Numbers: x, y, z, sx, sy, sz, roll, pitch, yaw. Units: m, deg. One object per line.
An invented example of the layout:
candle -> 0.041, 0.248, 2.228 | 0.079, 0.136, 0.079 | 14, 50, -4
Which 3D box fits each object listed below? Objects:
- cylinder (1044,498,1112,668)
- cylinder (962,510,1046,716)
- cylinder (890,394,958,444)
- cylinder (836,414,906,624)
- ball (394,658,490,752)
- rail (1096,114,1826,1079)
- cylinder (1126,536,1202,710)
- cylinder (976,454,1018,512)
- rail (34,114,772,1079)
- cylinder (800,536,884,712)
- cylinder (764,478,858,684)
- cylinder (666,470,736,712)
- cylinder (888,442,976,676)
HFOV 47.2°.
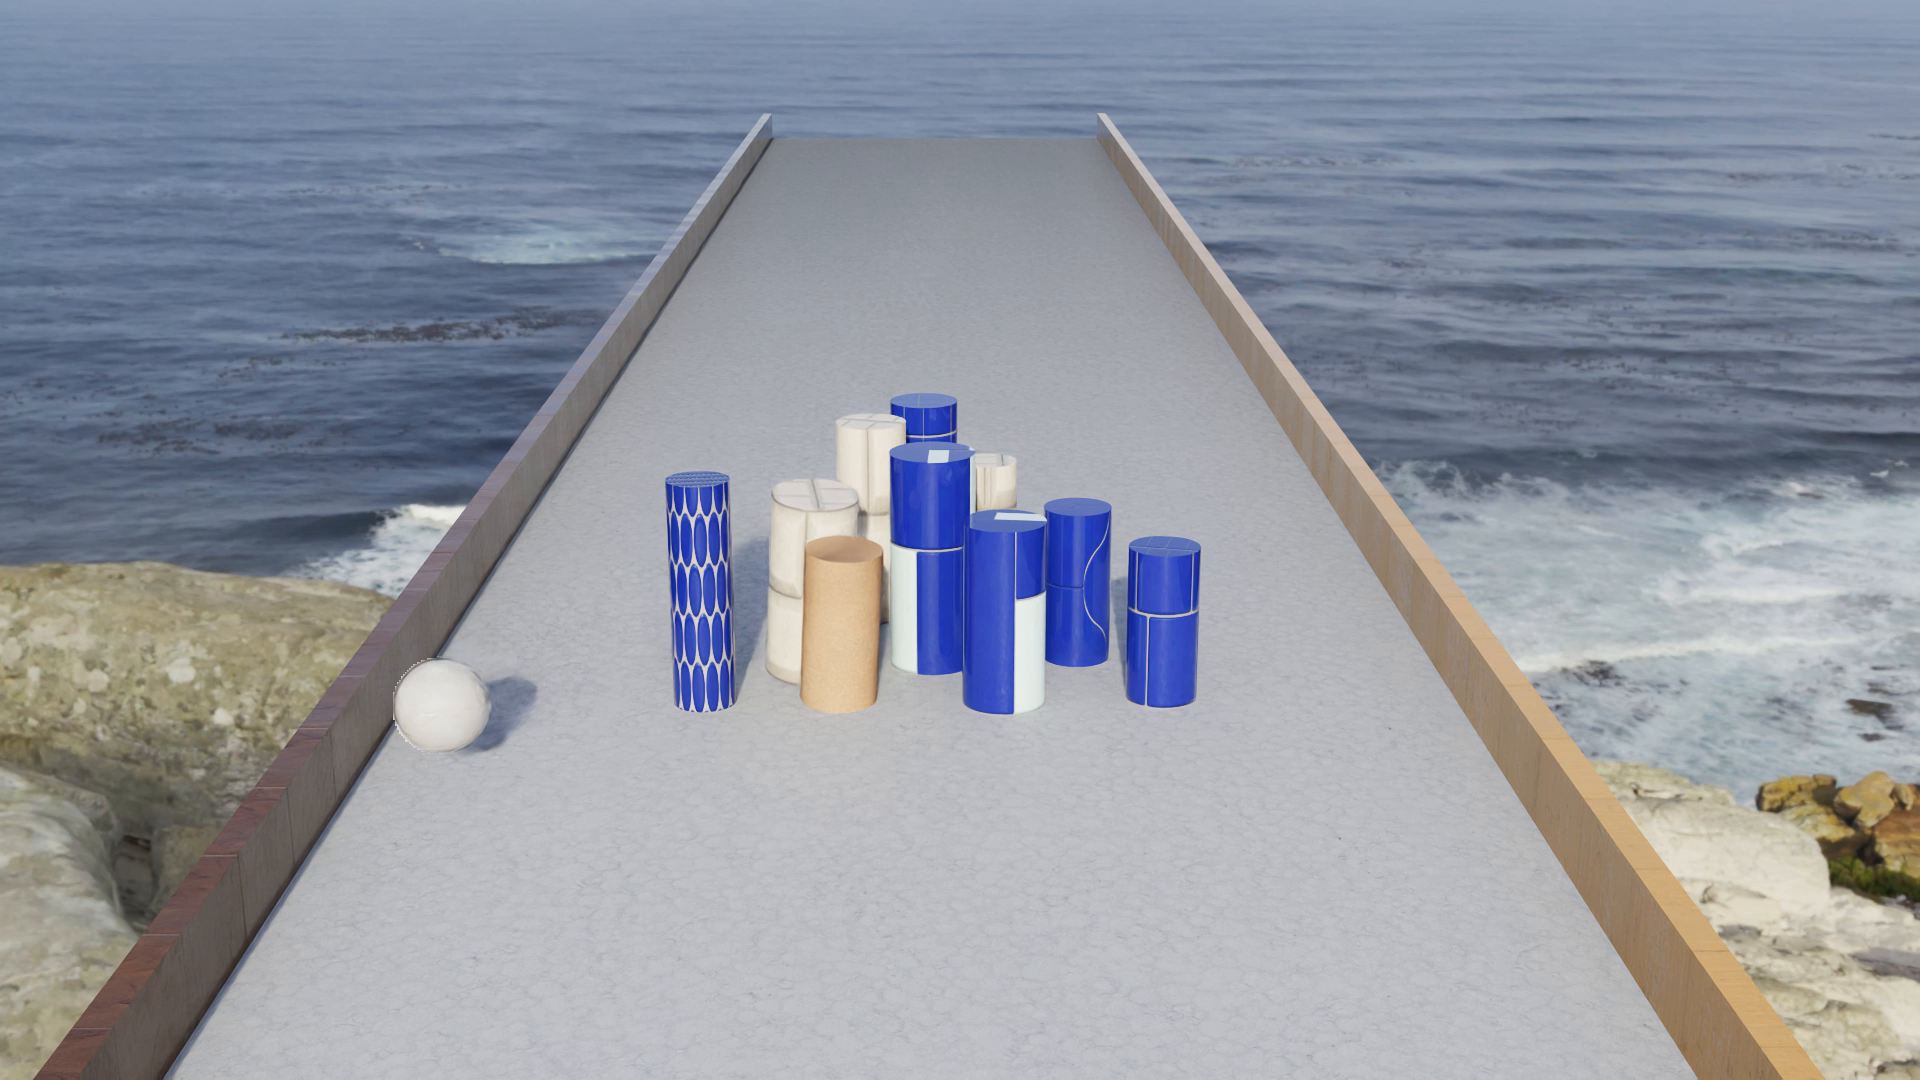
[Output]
cylinder -> 0.233, 0.084, 4.396 | 0.136, 0.313, 0.136 | 0, 17, 0
cylinder -> 0.083, 0.135, 4.145 | 0.158, 0.357, 0.158 | 0, 17, 0
cylinder -> -0.079, -0.106, 4.856 | 0.147, 0.414, 0.147 | 0, 17, 0
cylinder -> -0.186, -0.045, 4.638 | 0.146, 0.421, 0.146 | 0, 17, 0
ball -> -0.891, 0.286, 3.790 | 0.162, 0.162, 0.162 | 0, 17, 0
rail -> 0.932, -0.844, 7.801 | 0.050, 0.150, 12.000 | 0, 17, -1
cylinder -> 0.385, 0.156, 4.175 | 0.136, 0.301, 0.136 | 0, 17, 0
cylinder -> 0.062, 0.000, 4.622 | 0.114, 0.345, 0.114 | 0, 17, 0
rail -> -1.118, -0.838, 7.780 | 0.050, 0.150, 12.000 | 0, 17, -1
cylinder -> -0.224, 0.158, 4.150 | 0.147, 0.300, 0.147 | 3, 20, -1
cylinder -> -0.290, 0.081, 4.281 | 0.167, 0.366, 0.167 | 4, 22, -2
cylinder -> -0.486, 0.097, 4.130 | 0.119, 0.438, 0.119 | 0, 17, 0
cylinder -> -0.054, 0.035, 4.350 | 0.169, 0.432, 0.169 | 0, 17, 0
